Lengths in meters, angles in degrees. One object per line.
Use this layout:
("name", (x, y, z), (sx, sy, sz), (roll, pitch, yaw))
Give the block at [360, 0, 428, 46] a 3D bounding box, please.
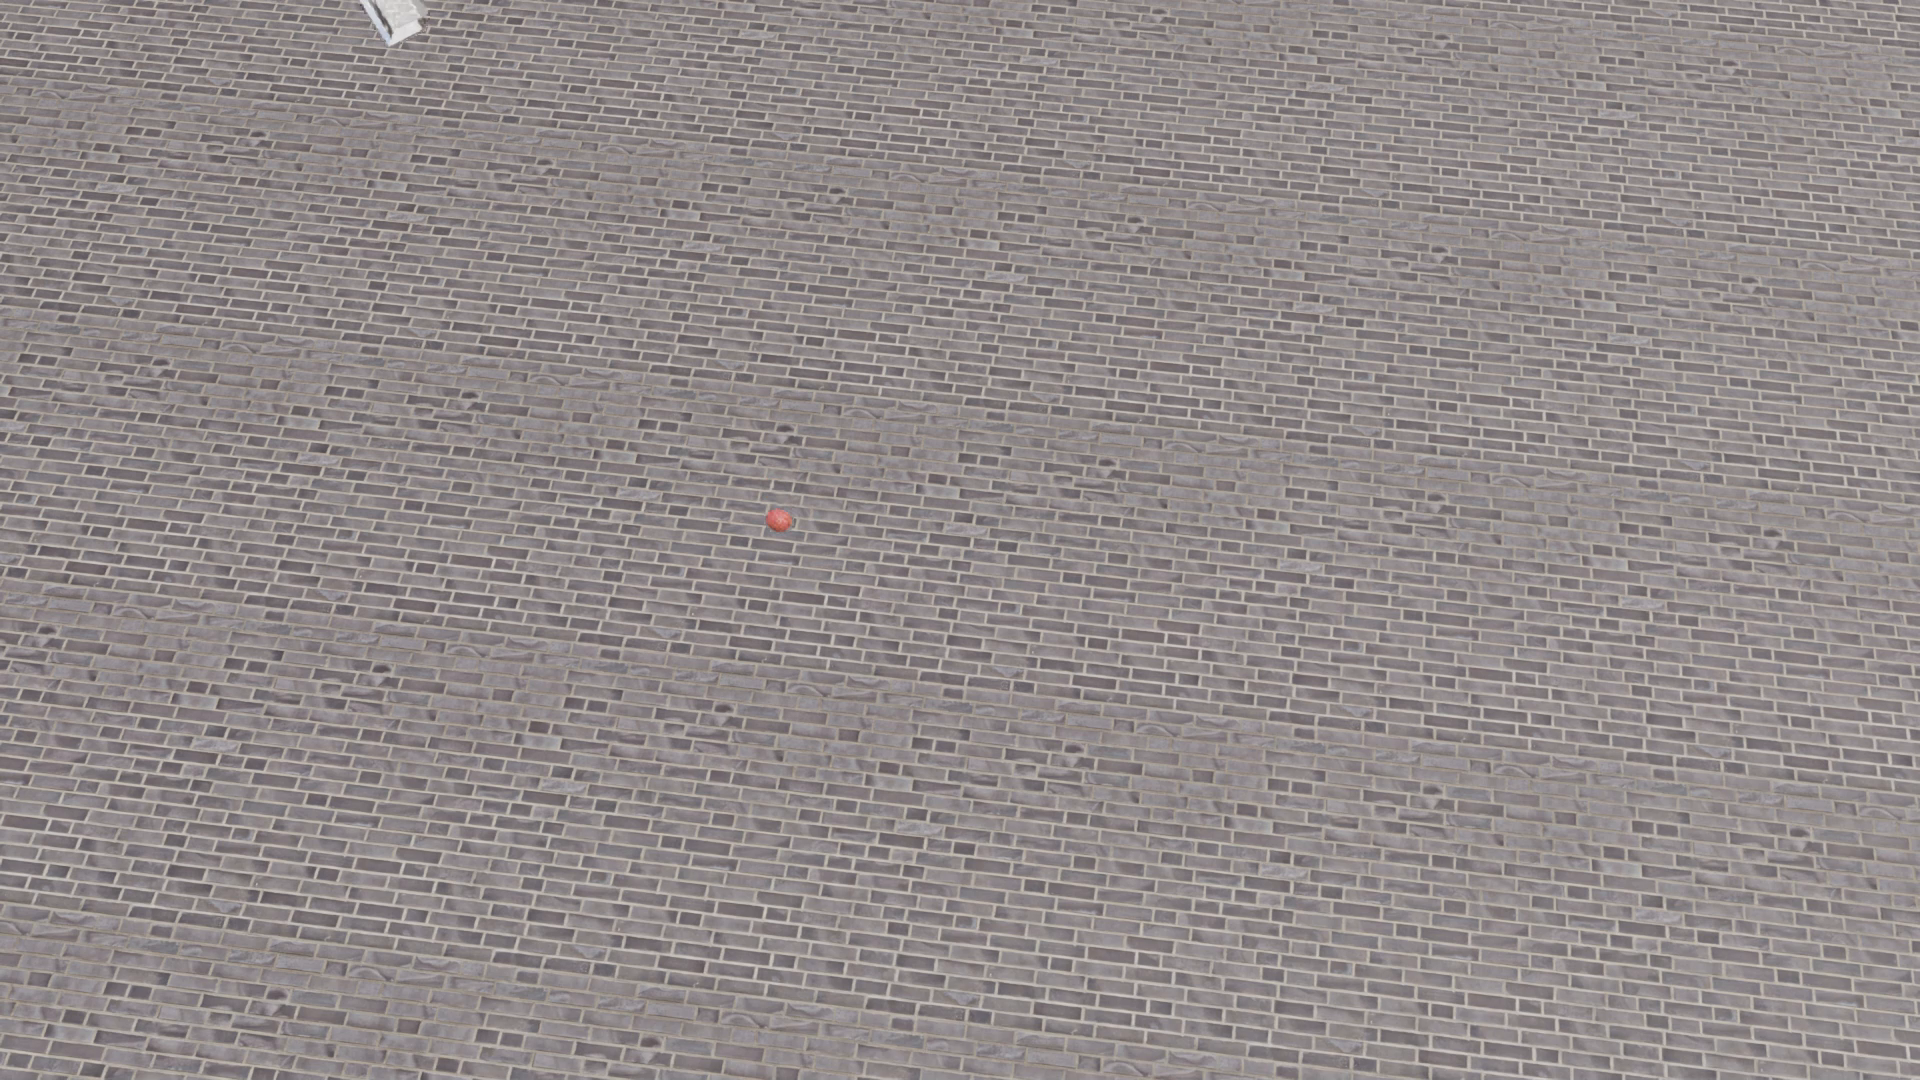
("block", (-0.802, -0.765, 3.066), (0.055, 0.081, 0.125), (-33, 98, -18))
